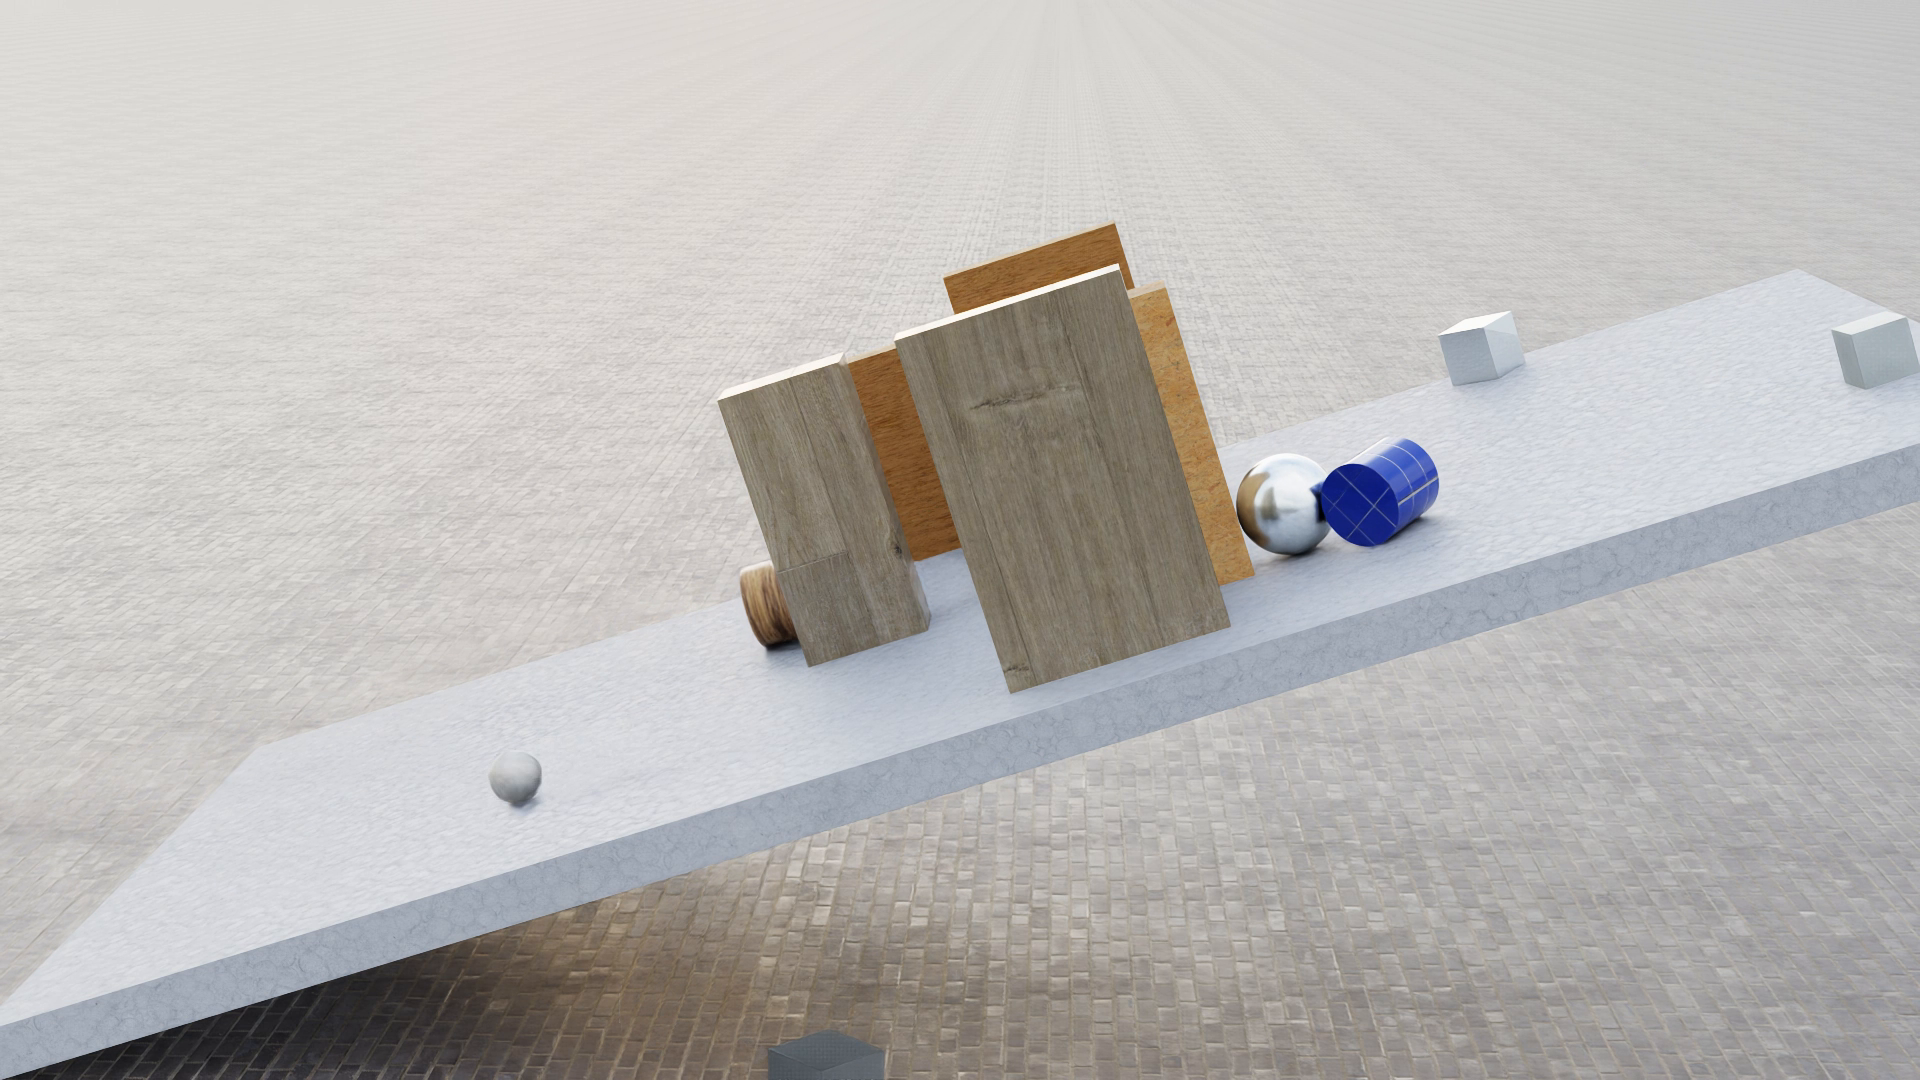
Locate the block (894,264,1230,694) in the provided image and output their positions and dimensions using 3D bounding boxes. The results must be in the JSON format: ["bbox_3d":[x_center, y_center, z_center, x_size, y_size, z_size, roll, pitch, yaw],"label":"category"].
[{"bbox_3d":[0.193,-0.111,5.464,0.431,0.698,0.098,-17,10,5],"label":"block"}]

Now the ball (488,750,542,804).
[{"bbox_3d":[-0.893,0.476,5.912,0.108,0.108,0.108,0,12,0],"label":"ball"}]

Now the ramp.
[{"bbox_3d":[0.101,0.183,6.310,4.000,0.100,2.000,-17,10,5],"label":"ramp"}]

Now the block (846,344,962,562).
[{"bbox_3d":[-0.154,-0.204,7.067,0.409,0.505,0.111,-17,10,5],"label":"block"}]

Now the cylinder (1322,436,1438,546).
[{"bbox_3d":[0.825,-0.096,5.770,0.170,0.170,0.170,8,24,35],"label":"cylinder"}]

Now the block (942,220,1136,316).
[{"bbox_3d":[0.256,-0.347,6.677,0.403,0.661,0.088,-17,10,5],"label":"block"}]

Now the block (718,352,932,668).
[{"bbox_3d":[-0.287,-0.065,6.296,0.270,0.606,0.149,-17,10,5],"label":"block"}]

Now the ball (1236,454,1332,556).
[{"bbox_3d":[0.650,-0.071,5.849,0.203,0.203,0.203,0,12,0],"label":"ball"}]

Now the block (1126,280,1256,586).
[{"bbox_3d":[0.361,-0.183,5.825,0.276,0.598,0.137,-17,10,5],"label":"block"}]

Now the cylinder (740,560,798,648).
[{"bbox_3d":[-0.375,0.127,6.614,0.186,0.186,0.186,-17,9,9],"label":"cylinder"}]

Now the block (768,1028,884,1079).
[{"bbox_3d":[-0.241,0.989,5.306,0.148,0.148,0.148,-11,16,-42],"label":"block"}]

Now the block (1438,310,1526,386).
[{"bbox_3d":[1.247,-0.457,7.028,0.130,0.130,0.130,-8,14,44],"label":"block"}]

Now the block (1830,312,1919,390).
[{"bbox_3d":[1.780,-0.369,5.716,0.112,0.112,0.112,-18,10,0],"label":"block"}]
